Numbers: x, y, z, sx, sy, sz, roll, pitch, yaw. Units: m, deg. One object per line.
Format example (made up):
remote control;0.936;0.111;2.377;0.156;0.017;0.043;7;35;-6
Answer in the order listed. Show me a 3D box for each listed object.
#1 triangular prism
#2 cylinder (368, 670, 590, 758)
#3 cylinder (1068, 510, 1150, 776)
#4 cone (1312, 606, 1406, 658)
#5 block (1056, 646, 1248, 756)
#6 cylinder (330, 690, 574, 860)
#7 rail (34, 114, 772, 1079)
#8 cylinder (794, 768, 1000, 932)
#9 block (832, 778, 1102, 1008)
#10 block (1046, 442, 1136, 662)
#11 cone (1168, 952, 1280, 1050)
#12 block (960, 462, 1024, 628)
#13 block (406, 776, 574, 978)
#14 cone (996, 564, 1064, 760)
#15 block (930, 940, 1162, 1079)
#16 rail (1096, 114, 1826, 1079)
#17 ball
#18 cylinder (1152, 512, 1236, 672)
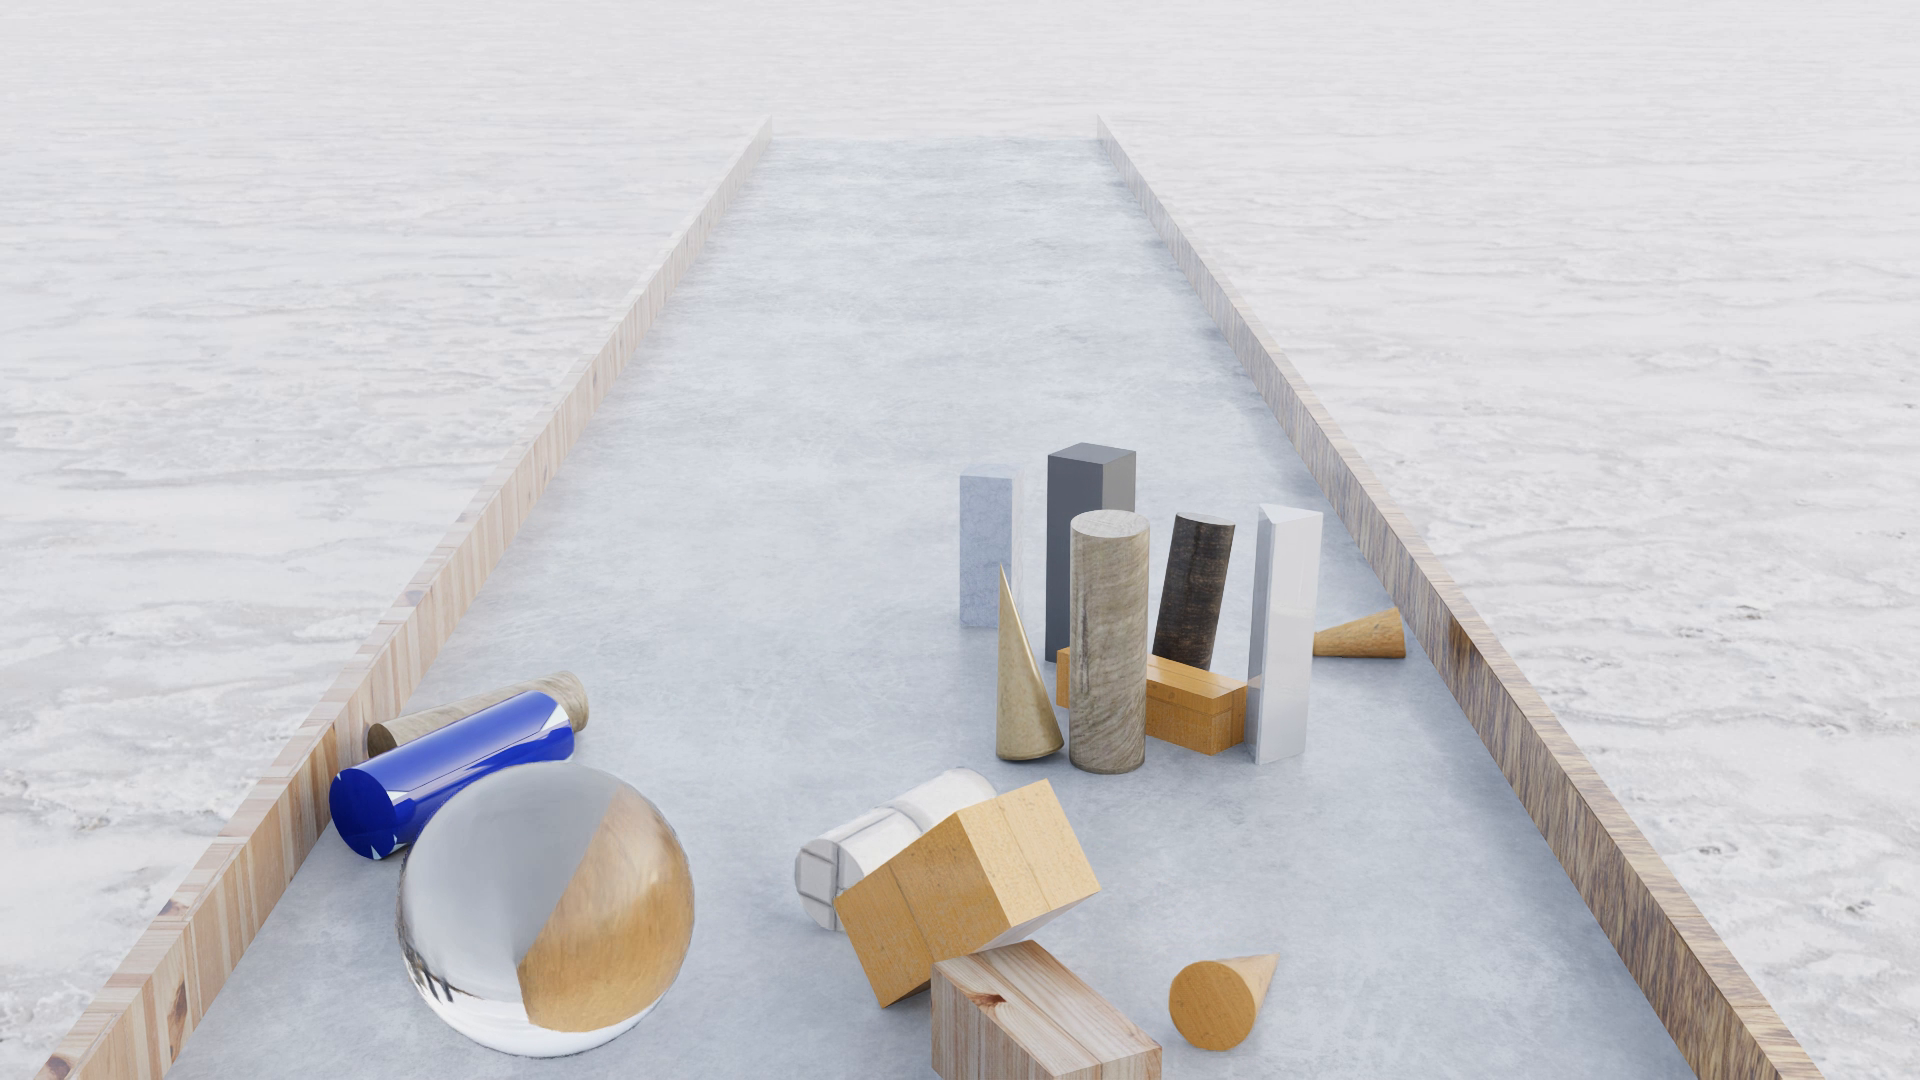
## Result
triangular prism;0.549;0.162;3.885;0.114;0.450;0.098;-11;22;-32
cylinder;-0.851;0.333;3.903;0.383;0.116;0.116;-15;22;-42
cylinder;0.259;0.179;3.828;0.135;0.445;0.135;-1;21;0
cone;0.737;0.208;4.437;0.305;0.104;0.104;-9;16;6
block;0.353;0.286;4.074;0.368;0.108;0.108;15;22;42
cylinder;-0.840;0.385;3.665;0.153;0.153;0.415;10;19;30
rail;-1.118;-0.838;7.780;0.050;0.150;12.000;0;17;-1
cylinder;-0.088;0.472;3.382;0.147;0.147;0.343;12;20;35
block;0.004;0.484;2.993;0.165;0.165;0.339;-14;-19;-40
block;0.259;0.034;4.367;0.126;0.426;0.126;11;20;33
cone;0.400;0.611;3.067;0.122;0.122;0.306;8;7;25
block;0.067;0.011;4.620;0.112;0.326;0.112;4;17;14
block;-0.700;0.499;3.310;0.137;0.137;0.408;1;17;3
cone;0.098;0.204;3.899;0.125;0.348;0.125;-9;12;2
block;0.103;0.652;2.770;0.151;0.151;0.318;-8;19;-26
rail;0.932;-0.844;7.801;0.050;0.150;12.000;0;17;-1
ball;-0.545;0.486;2.909;0.389;0.389;0.389;0;17;0
cylinder;0.440;0.123;4.194;0.114;0.336;0.114;9;9;-1
